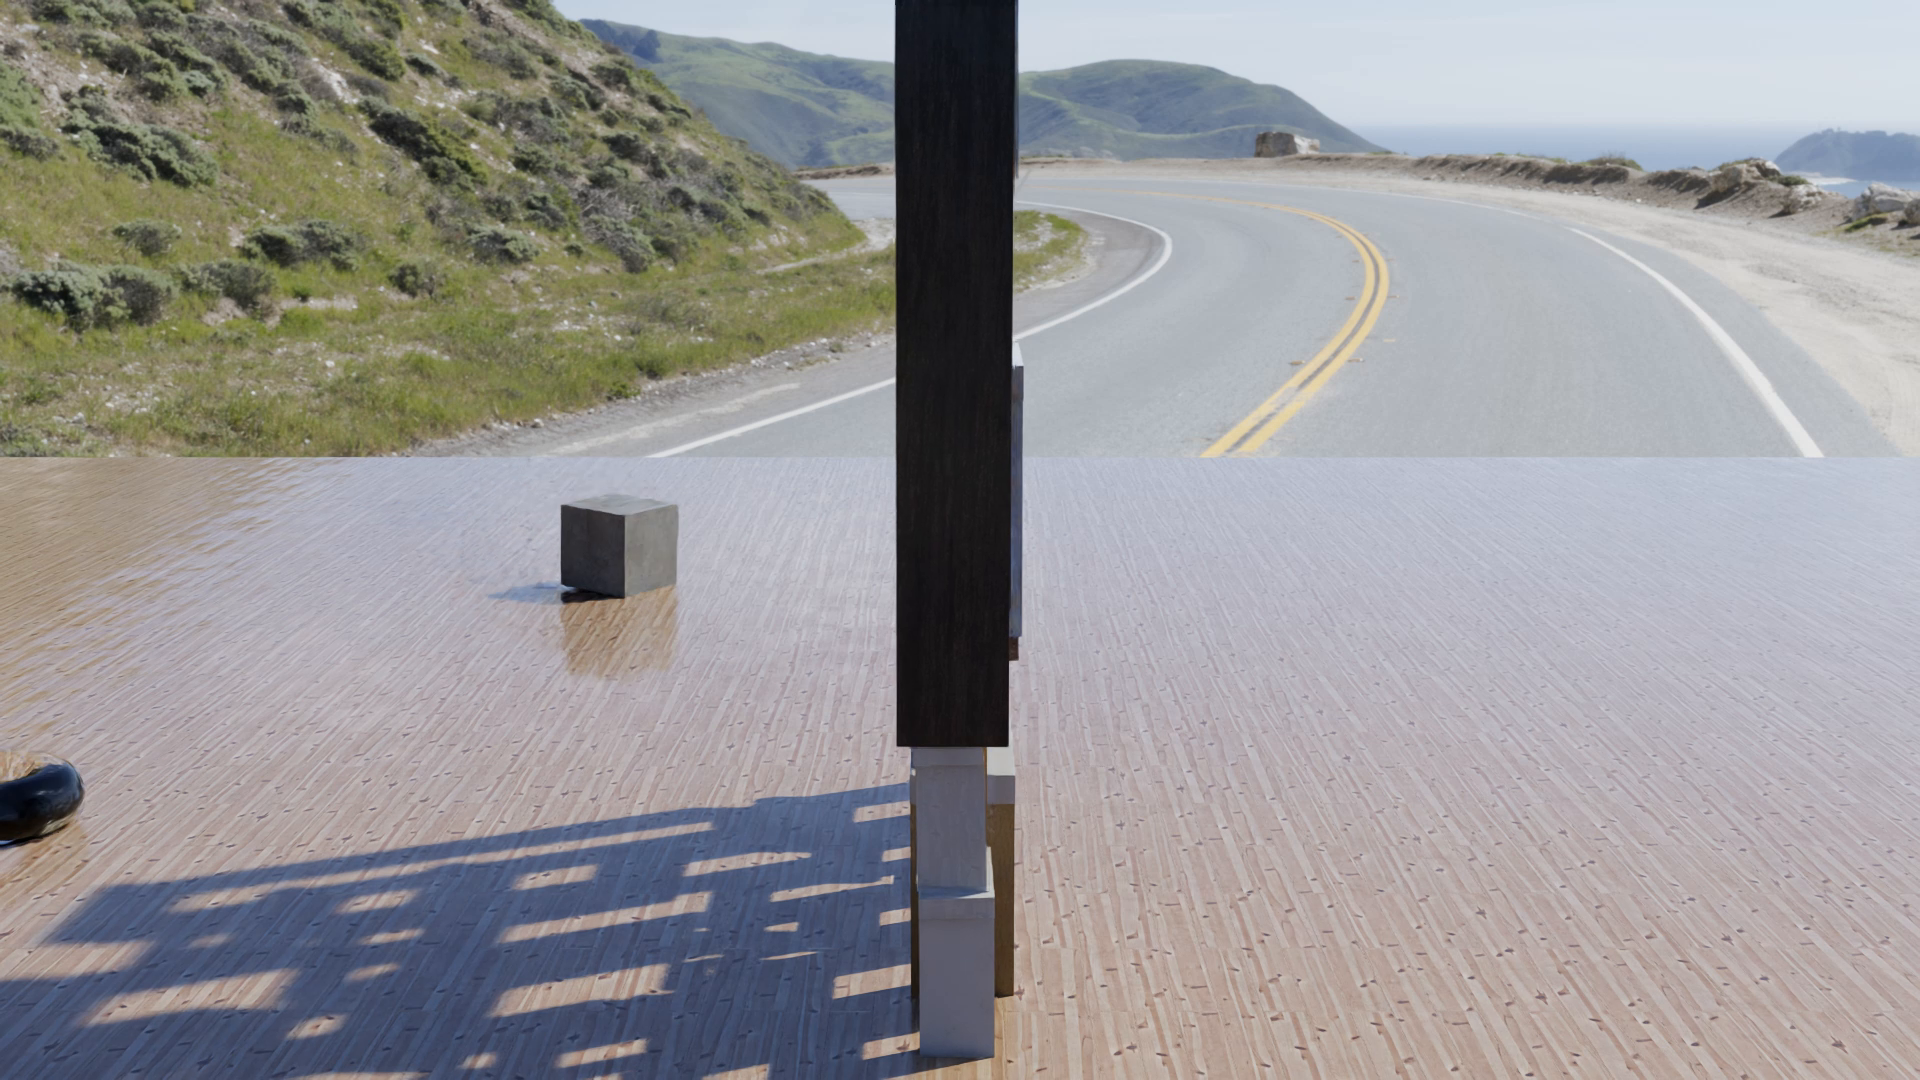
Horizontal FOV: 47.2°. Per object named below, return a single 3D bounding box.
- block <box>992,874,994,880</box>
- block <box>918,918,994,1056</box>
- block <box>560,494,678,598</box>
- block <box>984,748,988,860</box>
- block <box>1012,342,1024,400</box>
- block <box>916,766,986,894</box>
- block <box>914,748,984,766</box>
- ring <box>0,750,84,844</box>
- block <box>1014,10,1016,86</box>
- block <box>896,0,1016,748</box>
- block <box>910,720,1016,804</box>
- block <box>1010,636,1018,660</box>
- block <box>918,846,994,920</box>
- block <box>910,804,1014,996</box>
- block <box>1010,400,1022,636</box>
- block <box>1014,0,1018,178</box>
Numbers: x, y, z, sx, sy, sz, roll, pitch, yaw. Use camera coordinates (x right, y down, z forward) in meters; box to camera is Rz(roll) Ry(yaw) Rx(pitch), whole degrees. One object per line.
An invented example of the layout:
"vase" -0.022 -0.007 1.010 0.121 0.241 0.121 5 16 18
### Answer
"block" -0.004 0.582 3.151 0.103 0.205 0.029 0 10 0
"block" -0.004 0.606 3.018 0.103 0.205 0.029 0 9 0
"block" -0.948 0.012 6.127 0.229 0.229 0.229 10 14 31
"block" -0.008 0.359 3.097 0.093 0.186 0.026 0 14 -1
"block" 0.003 -0.260 3.367 0.180 0.051 0.359 0 11 0
"block" -0.012 0.385 2.977 0.093 0.186 0.026 -1 12 0
"block" -0.018 0.268 3.013 0.093 0.026 0.186 0 12 -1
"ring" -1.776 0.470 4.010 0.336 0.112 0.336 1 12 0
"block" 0.000 -0.635 2.963 0.148 0.297 0.042 0 13 0
"block" -0.008 -0.238 2.834 0.148 1.036 0.042 0 11 0
"block" 0.004 0.330 3.297 0.151 0.043 0.302 0 11 0
"block" 0.004 -0.034 3.531 0.180 0.454 0.051 0 11 0
"block" -0.006 0.476 3.067 0.103 0.029 0.205 -1 12 -1
"block" 0.004 0.518 3.230 0.151 0.302 0.043 0 11 0
"block" 0.003 -0.037 3.287 0.180 0.359 0.051 0 11 0
"block" -0.003 -0.676 3.073 0.168 0.336 0.048 0 11 0
